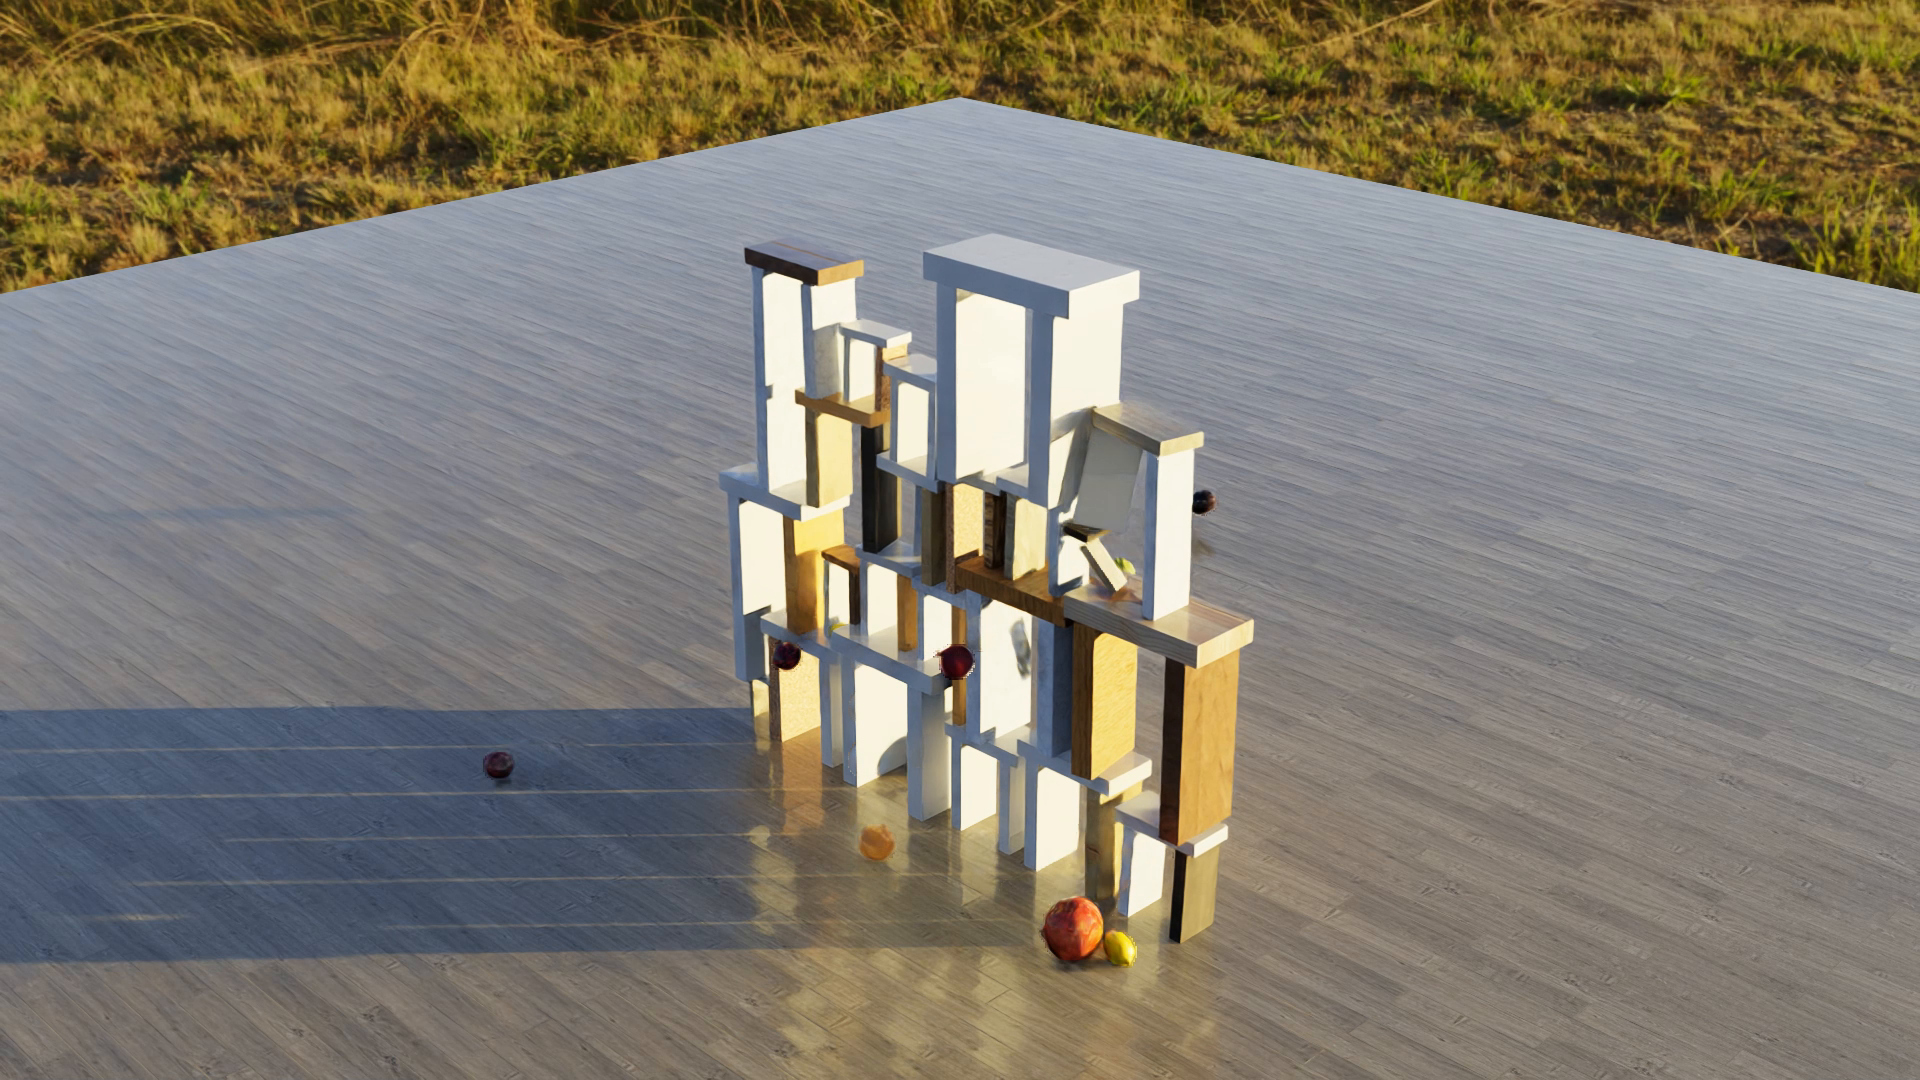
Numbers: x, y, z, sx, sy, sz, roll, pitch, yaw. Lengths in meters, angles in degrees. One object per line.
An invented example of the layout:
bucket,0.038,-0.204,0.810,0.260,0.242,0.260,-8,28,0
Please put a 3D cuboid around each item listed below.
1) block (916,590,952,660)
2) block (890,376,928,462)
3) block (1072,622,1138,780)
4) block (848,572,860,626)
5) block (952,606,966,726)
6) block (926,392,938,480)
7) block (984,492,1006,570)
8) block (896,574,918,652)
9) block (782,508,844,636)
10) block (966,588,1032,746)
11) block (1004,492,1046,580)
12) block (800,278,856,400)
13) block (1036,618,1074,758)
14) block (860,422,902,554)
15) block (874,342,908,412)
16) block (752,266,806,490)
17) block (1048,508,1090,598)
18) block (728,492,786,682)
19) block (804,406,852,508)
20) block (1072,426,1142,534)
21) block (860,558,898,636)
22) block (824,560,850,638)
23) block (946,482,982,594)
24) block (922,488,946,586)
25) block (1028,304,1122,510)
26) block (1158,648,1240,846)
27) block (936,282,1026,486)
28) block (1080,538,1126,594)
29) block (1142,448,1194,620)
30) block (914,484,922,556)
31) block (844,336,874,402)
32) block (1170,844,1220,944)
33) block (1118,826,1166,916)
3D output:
block,-0.051,0.158,4.342,0.021,0.148,0.074,21,31,41
block,-0.094,-0.241,4.241,0.086,0.171,0.024,-19,31,-38
block,0.266,0.270,4.041,0.044,0.308,0.154,15,27,32
block,-0.200,0.111,4.493,0.058,0.115,0.016,-21,31,-40
block,0.018,0.235,4.299,0.074,0.255,0.021,-21,31,-40
block,-0.022,-0.205,4.160,0.085,0.171,0.024,-19,32,-38
block,0.080,-0.028,4.129,0.022,0.152,0.076,22,31,40
block,-0.088,0.134,4.379,0.023,0.163,0.081,21,31,41
block,-0.303,0.055,4.583,0.131,0.263,0.037,-21,30,-40
block,0.075,0.225,4.240,0.039,0.320,0.139,21,31,41
block,0.122,-0.018,4.083,0.024,0.170,0.085,23,32,39
block,-0.256,-0.401,4.314,0.032,0.229,0.114,19,29,40
block,0.206,0.256,4.112,0.139,0.278,0.039,-21,31,-41
block,-0.155,-0.117,4.358,0.030,0.268,0.106,11,26,25
block,-0.134,-0.318,4.247,0.018,0.130,0.065,24,32,37
block,-0.363,-0.338,4.477,0.032,0.470,0.114,21,31,39
block,0.200,0.012,4.012,0.024,0.170,0.085,22,31,40
block,-0.428,0.086,4.730,0.037,0.433,0.131,21,31,41
block,-0.265,-0.180,4.436,0.030,0.212,0.106,18,29,35
block,0.266,-0.114,3.910,0.095,0.191,0.027,12,13,3
block,-0.164,0.104,4.449,0.023,0.163,0.081,22,31,40
block,-0.255,0.115,4.557,0.016,0.173,0.058,22,30,40
block,0.008,-0.017,4.211,0.076,0.235,0.022,-21,31,-40
block,-0.034,-0.017,4.257,0.026,0.199,0.091,20,30,39
block,0.203,-0.249,3.892,0.178,0.356,0.050,-21,32,-40
block,0.426,0.352,3.913,0.044,0.361,0.154,21,31,40
block,0.039,-0.305,4.050,0.178,0.377,0.050,-21,31,-41
block,0.257,0.045,3.951,0.014,0.102,0.051,-35,0,32
block,0.361,-0.018,3.819,0.027,0.307,0.095,20,30,40
block,-0.072,-0.069,4.356,0.026,0.182,0.091,4,23,3
block,-0.198,-0.342,4.300,0.018,0.131,0.065,22,31,37
block,0.429,0.635,4.021,0.027,0.189,0.095,23,32,40
block,0.341,0.600,4.103,0.095,0.189,0.027,-21,34,-41
